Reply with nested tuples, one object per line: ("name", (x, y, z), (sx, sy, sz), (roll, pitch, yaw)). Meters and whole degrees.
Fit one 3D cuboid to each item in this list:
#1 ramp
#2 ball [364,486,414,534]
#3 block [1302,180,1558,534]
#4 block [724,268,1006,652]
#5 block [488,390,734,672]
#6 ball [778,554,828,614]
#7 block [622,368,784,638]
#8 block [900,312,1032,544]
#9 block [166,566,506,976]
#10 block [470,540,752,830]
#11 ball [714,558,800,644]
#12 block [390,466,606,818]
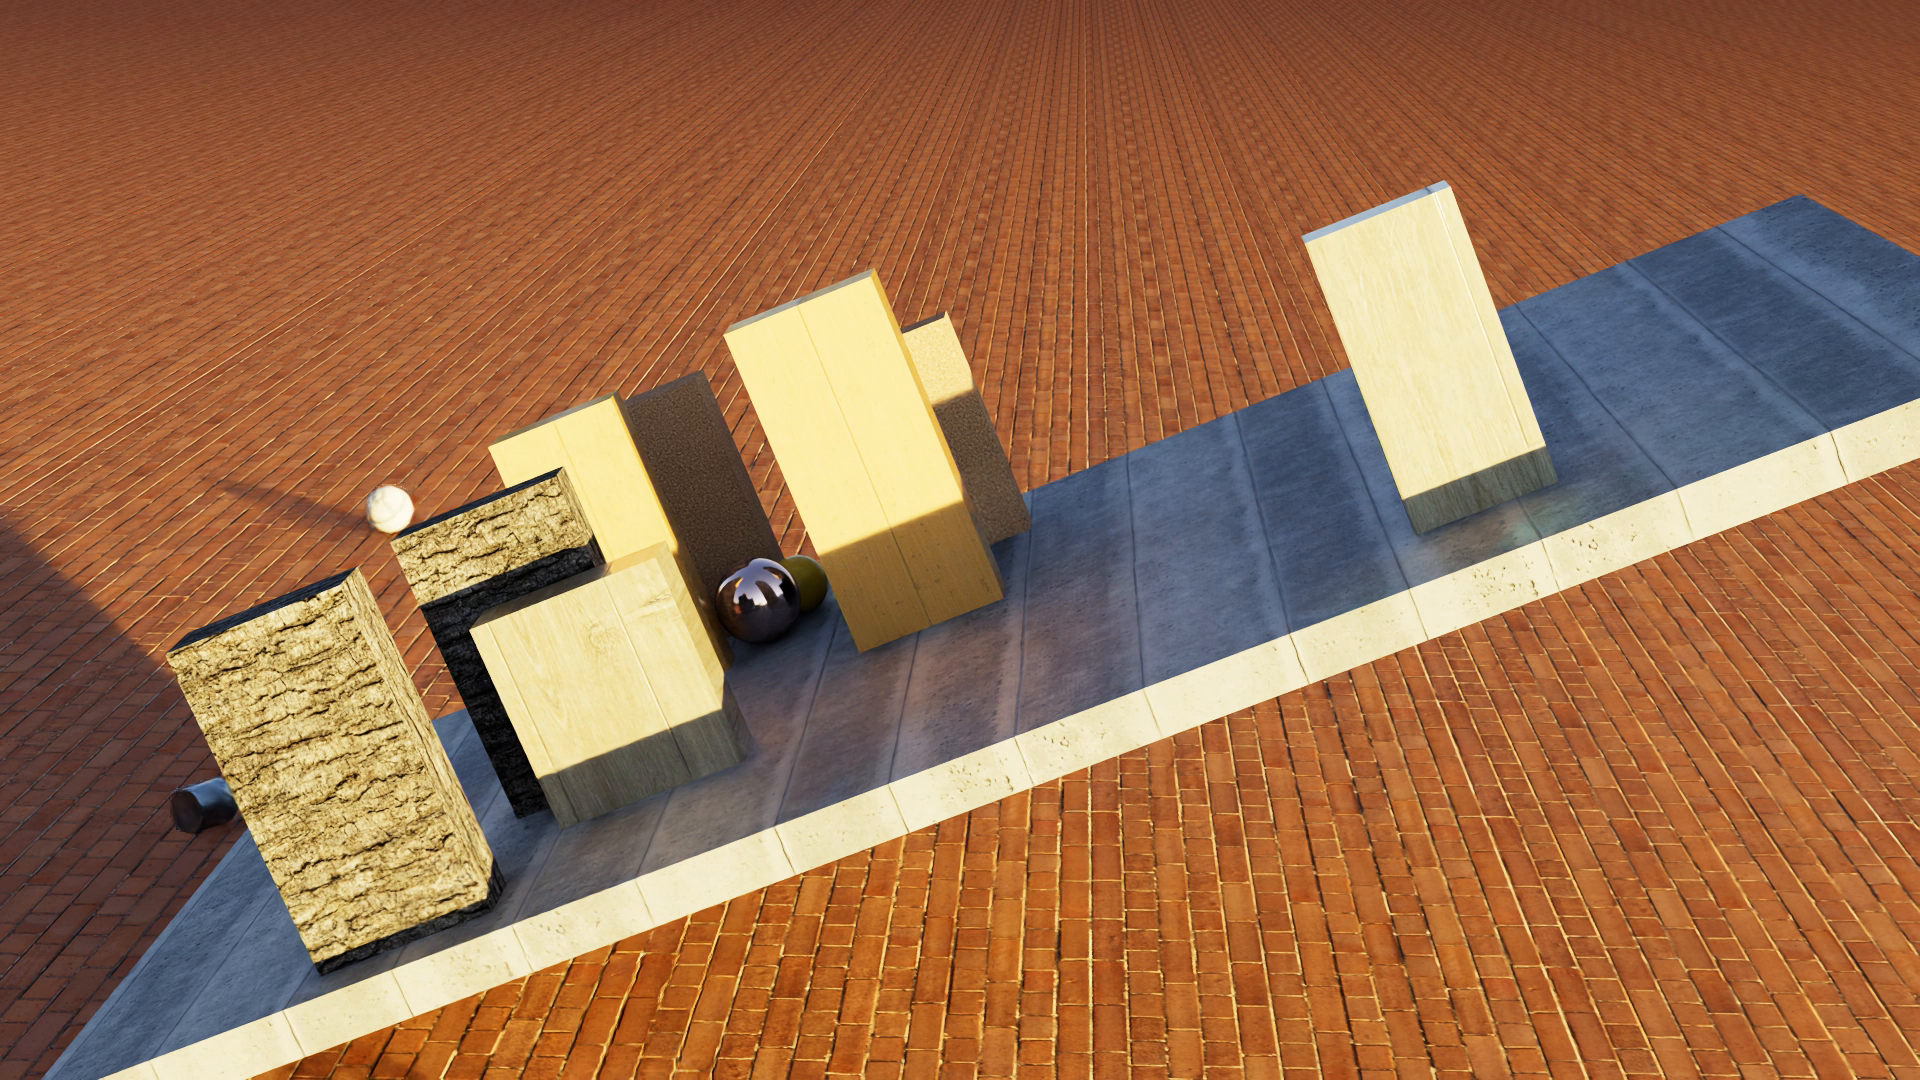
("ramp", (0.124, 0.173, 6.290), (4.000, 0.100, 2.000), (-21, 12, 7))
("ball", (-2.018, -0.107, 10.394), (0.167, 0.167, 0.167), (0, 14, 0))
("block", (0.877, -0.338, 5.486), (0.282, 0.592, 0.096), (-21, 12, 7))
("block", (-0.200, -0.168, 6.315), (0.336, 0.749, 0.121), (-21, 12, 7))
("block", (-0.789, 0.031, 6.691), (0.301, 0.676, 0.105), (-21, 12, 7))
("ball", (-0.380, 0.105, 6.923), (0.140, 0.140, 0.140), (0, 14, 0))
("block", (-0.651, -0.062, 7.025), (0.319, 0.602, 0.149), (-21, 12, 7))
("block", (-0.109, -0.211, 6.856), (0.379, 0.535, 0.099), (-21, 12, 7))
("block", (-1.179, 0.441, 5.589), (0.361, 0.687, 0.148), (-21, 12, 7))
("block", (-0.700, 0.293, 5.934), (0.406, 0.451, 0.145), (-21, 12, 7))
("ball", (-0.467, 0.140, 6.782), (0.199, 0.199, 0.199), (0, 14, 0))
("block", (-0.872, 0.216, 6.119), (0.372, 0.643, 0.108), (-21, 12, 7))
